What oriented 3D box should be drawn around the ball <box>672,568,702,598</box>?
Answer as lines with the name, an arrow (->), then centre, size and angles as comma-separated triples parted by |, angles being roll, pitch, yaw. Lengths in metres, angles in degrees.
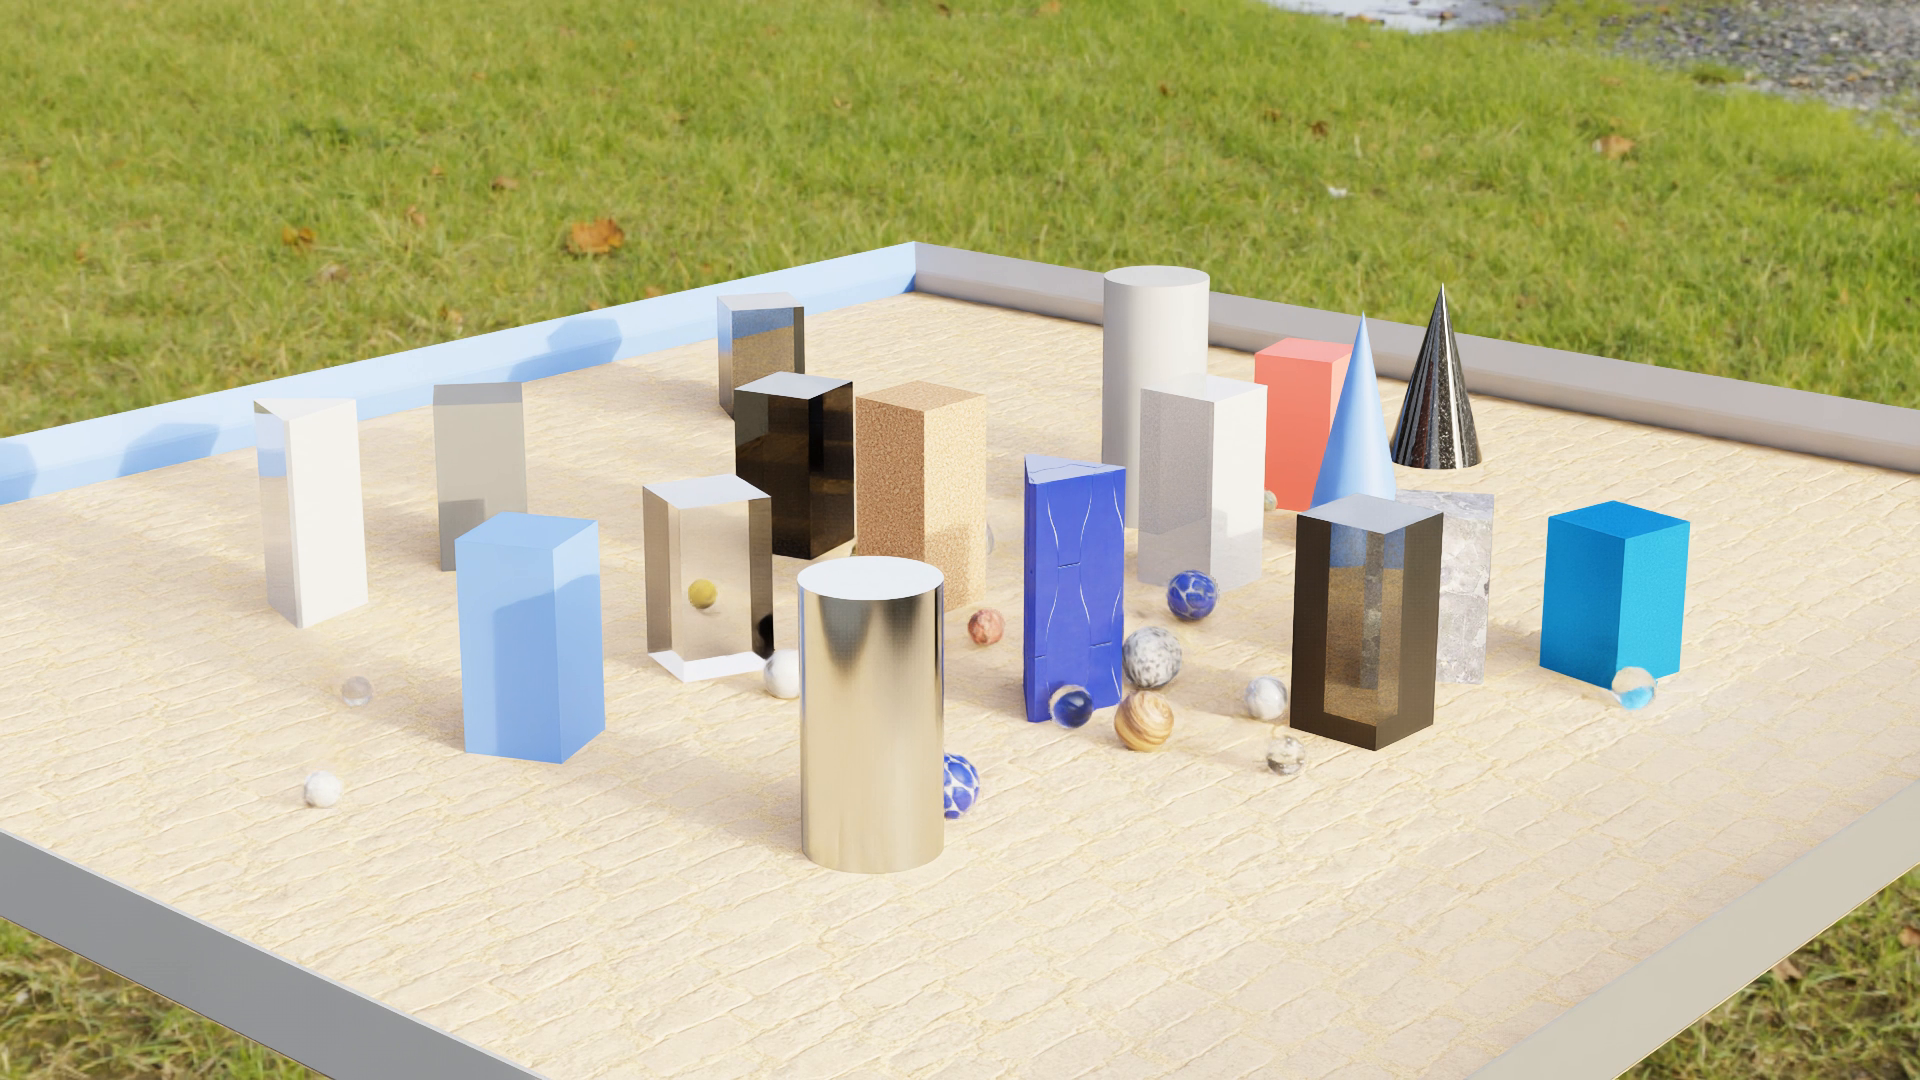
ball -> -0.475, 0.076, 5.110 | 0.052, 0.052, 0.052 | 0, 17, 0

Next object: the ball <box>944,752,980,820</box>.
ball -> -0.018, 0.347, 4.137 | 0.094, 0.094, 0.094 | 0, 17, 0

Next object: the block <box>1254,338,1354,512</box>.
block -> 0.670, -0.221, 5.665 | 0.158, 0.300, 0.158 | 9, 19, 28

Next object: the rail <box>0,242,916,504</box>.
rail -> -1.320, -0.299, 6.217 | 0.045, 0.128, 3.719 | 14, 22, 39

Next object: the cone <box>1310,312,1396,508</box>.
cone -> 0.730, -0.204, 5.366 | 0.197, 0.441, 0.197 | 0, 17, 0

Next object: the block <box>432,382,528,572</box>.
block -> -0.865, -0.116, 5.305 | 0.158, 0.307, 0.158 | -3, 17, -9

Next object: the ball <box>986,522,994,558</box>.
ball -> 0.019, 0.000, 5.302 | 0.086, 0.086, 0.086 | 0, 17, 0

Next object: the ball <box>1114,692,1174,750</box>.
ball -> 0.276, 0.271, 4.397 | 0.089, 0.089, 0.089 | 0, 17, 0

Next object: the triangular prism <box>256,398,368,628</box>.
triangular prism -> -1.136, -0.056, 5.007 | 0.148, 0.363, 0.171 | 10, 19, 29

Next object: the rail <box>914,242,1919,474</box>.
rail -> 1.204, -0.368, 6.447 | 3.543, 0.128, 0.045 | 14, 22, 39

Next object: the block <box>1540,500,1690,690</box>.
block -> 1.053, 0.088, 4.721 | 0.158, 0.253, 0.158 | -13, 21, -36

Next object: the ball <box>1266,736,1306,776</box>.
ball -> 0.478, 0.316, 4.302 | 0.059, 0.059, 0.059 | 0, 17, 0

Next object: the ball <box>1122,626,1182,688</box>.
ball -> 0.305, 0.186, 4.664 | 0.099, 0.099, 0.099 | 0, 17, 0

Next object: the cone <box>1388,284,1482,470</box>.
cone -> 0.973, -0.345, 5.964 | 0.197, 0.365, 0.197 | 0, 17, 0

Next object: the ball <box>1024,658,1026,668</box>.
ball -> 0.123, 0.196, 4.690 | 0.041, 0.041, 0.041 | 0, 17, 0

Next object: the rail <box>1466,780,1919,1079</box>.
rail -> 1.320, 0.363, 4.023 | 0.045, 0.128, 3.719 | 14, 22, 39

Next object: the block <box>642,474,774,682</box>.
block -> -0.408, 0.059, 4.755 | 0.158, 0.289, 0.158 | -9, 19, -26

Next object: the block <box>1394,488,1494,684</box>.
block -> 0.774, 0.074, 4.733 | 0.158, 0.273, 0.158 | 3, 17, 11

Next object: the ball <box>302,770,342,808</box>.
ball -> -0.909, 0.355, 4.180 | 0.053, 0.053, 0.053 | 0, 17, 0

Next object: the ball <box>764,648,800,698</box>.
ball -> -0.270, 0.210, 4.618 | 0.078, 0.078, 0.078 | 0, 17, 0

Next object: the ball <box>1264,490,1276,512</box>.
ball -> 0.587, -0.075, 5.629 | 0.042, 0.042, 0.042 | 0, 17, 0

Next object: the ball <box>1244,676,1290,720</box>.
ball -> 0.473, 0.244, 4.523 | 0.070, 0.070, 0.070 | 0, 17, 0

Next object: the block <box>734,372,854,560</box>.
block -> -0.303, -0.138, 5.387 | 0.158, 0.302, 0.158 | 9, 19, 27

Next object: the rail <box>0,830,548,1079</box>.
rail -> -1.204, 0.432, 3.793 | 3.543, 0.128, 0.045 | 14, 22, 39

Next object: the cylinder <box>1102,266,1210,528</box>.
cylinder -> 0.367, -0.270, 5.542 | 0.197, 0.465, 0.197 | 0, 17, 0

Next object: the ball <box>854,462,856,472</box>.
ball -> -0.188, -0.147, 5.856 | 0.048, 0.048, 0.048 | 0, 17, 0

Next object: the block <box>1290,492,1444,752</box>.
block -> 0.617, 0.122, 4.456 | 0.158, 0.341, 0.158 | 15, 22, 40

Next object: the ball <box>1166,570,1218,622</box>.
ball -> 0.395, 0.095, 4.988 | 0.087, 0.087, 0.087 | 0, 17, 0

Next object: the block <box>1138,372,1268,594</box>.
block -> 0.426, -0.099, 5.168 | 0.158, 0.353, 0.158 | 14, 22, 38

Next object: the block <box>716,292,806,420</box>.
block -> -0.431, -0.399, 6.354 | 0.158, 0.243, 0.158 | -5, 17, -15

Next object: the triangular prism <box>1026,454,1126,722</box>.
triangular prism -> 0.143, 0.067, 4.566 | 0.171, 0.383, 0.148 | -10, 20, -30

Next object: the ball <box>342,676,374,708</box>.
ball -> -0.942, 0.237, 4.582 | 0.048, 0.048, 0.048 | 0, 17, 0

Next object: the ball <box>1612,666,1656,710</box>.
ball -> 1.050, 0.230, 4.572 | 0.068, 0.068, 0.068 | 0, 17, 0

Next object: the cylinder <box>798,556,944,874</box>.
cylinder -> -0.120, 0.236, 3.994 | 0.197, 0.389, 0.197 | 0, 17, 0

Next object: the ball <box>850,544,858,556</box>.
ball -> -0.149, 0.033, 5.183 | 0.091, 0.091, 0.091 | 0, 17, 0

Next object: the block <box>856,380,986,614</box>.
block -> -0.067, -0.071, 5.052 | 0.158, 0.366, 0.158 | 14, 22, 39

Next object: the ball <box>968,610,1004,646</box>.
ball -> 0.044, 0.145, 4.865 | 0.060, 0.060, 0.060 | 0, 17, 0

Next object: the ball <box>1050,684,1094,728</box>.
ball -> 0.171, 0.255, 4.488 | 0.068, 0.068, 0.068 | 0, 17, 0

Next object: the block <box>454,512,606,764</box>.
block -> -0.642, 0.145, 4.396 | 0.158, 0.333, 0.158 | 5, 18, 17
